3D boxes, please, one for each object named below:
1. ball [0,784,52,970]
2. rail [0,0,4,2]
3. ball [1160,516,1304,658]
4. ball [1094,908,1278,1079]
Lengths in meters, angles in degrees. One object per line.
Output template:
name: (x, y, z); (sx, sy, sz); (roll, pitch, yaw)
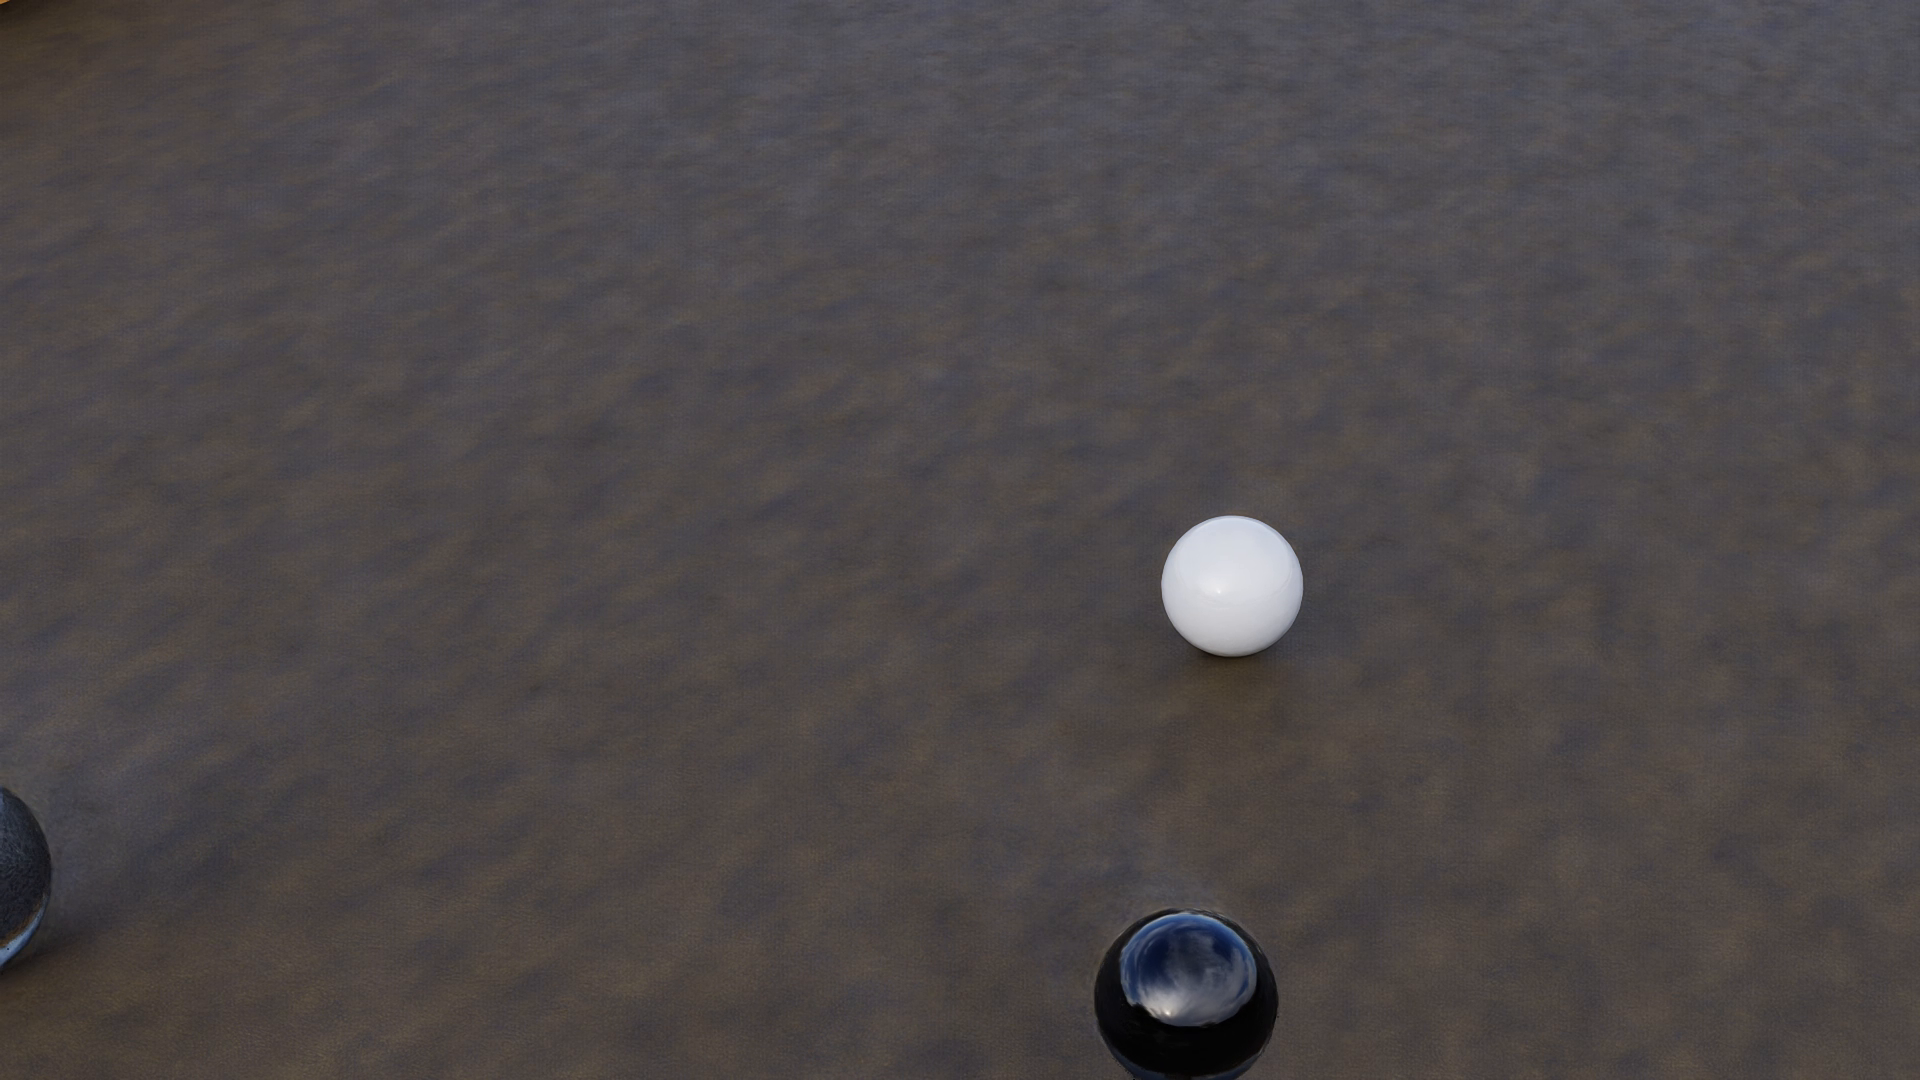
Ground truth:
ball: (-0.453, 0.150, 1.301); (0.099, 0.099, 0.099); (0, 30, 0)
rail: (-0.487, -0.768, 2.863); (0.045, 0.129, 4.380); (15, 33, 24)
ball: (0.143, 0.024, 1.543); (0.075, 0.075, 0.075); (0, 30, 0)
ball: (0.096, 0.195, 1.244); (0.078, 0.078, 0.078); (0, 30, 0)
